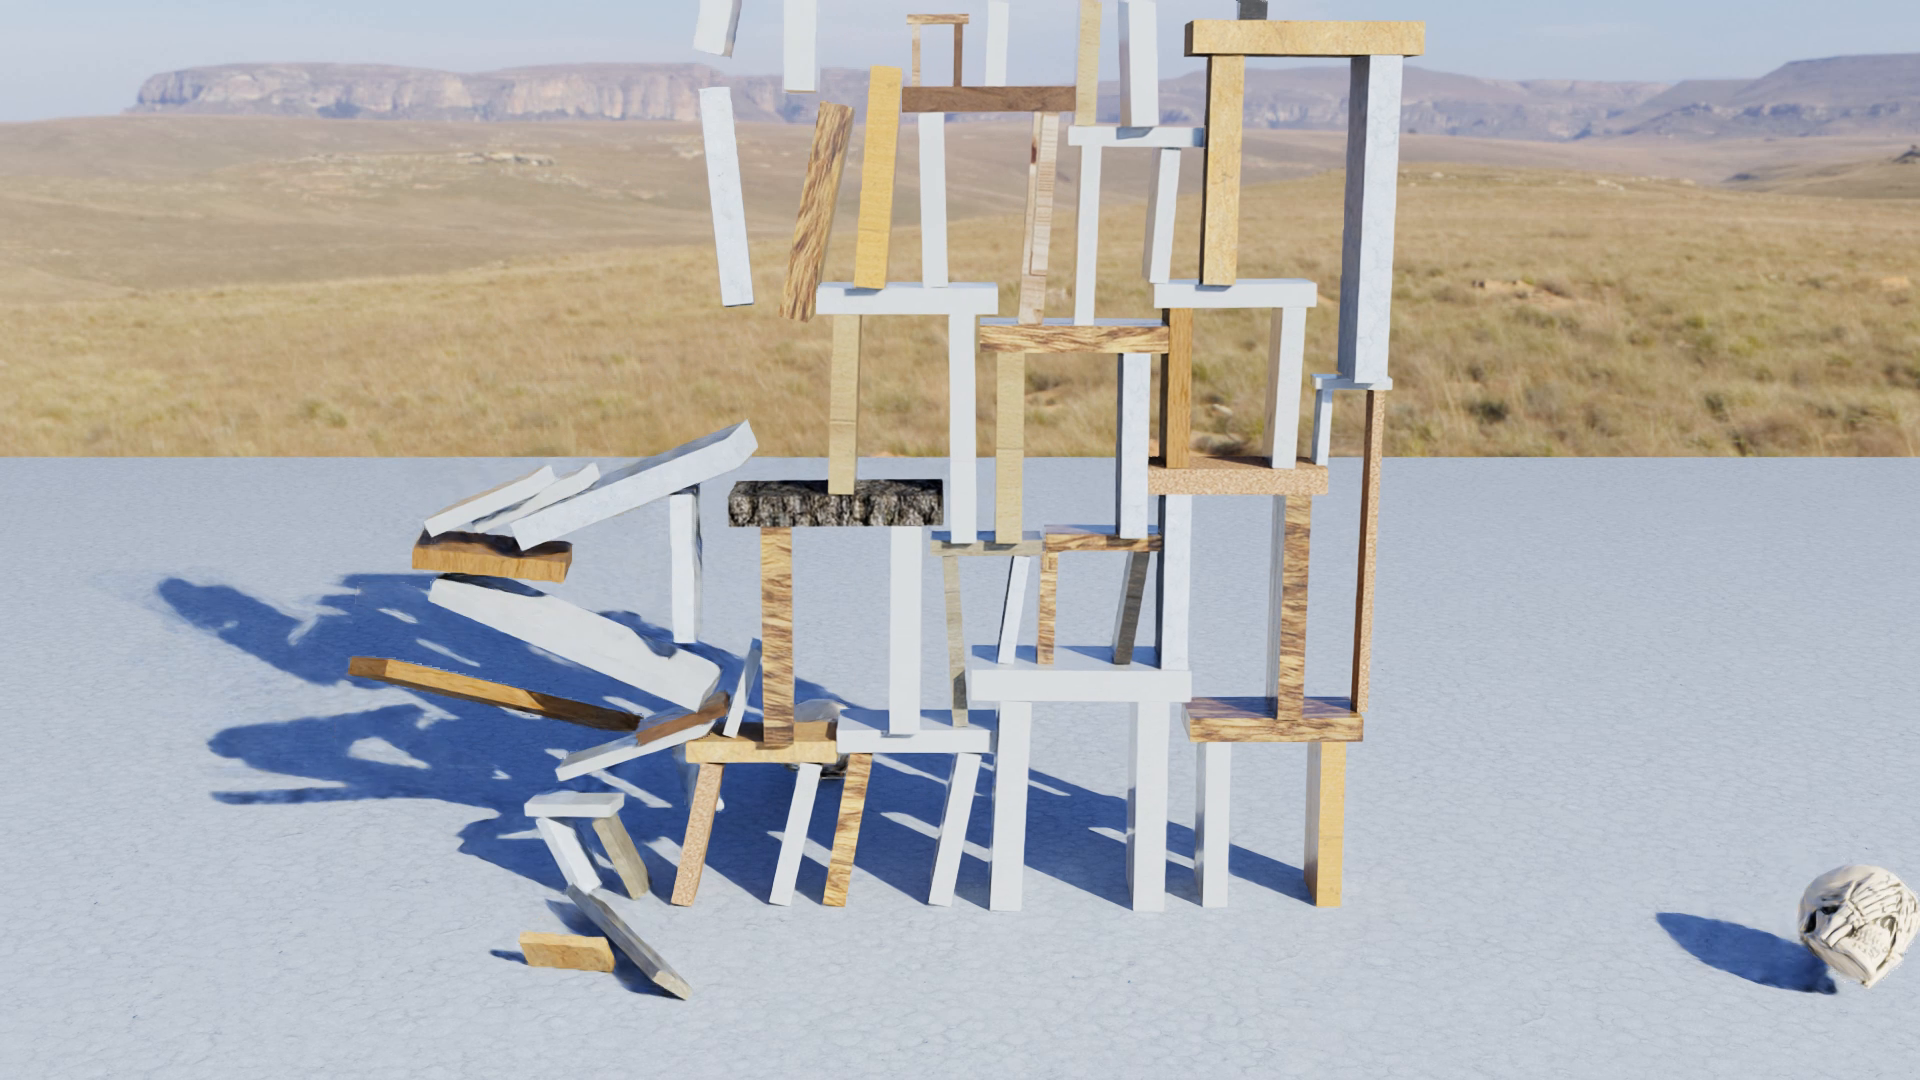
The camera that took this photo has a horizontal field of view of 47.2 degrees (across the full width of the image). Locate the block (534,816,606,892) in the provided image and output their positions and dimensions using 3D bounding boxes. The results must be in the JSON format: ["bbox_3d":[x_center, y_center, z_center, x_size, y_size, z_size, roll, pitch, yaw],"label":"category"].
[{"bbox_3d":[-0.649,0.519,3.674,0.021,0.147,0.073,-28,-1,23],"label":"block"}]

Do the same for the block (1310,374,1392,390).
[{"bbox_3d":[0.625,-0.253,3.514,0.122,0.017,0.061,1,11,0],"label":"block"}]

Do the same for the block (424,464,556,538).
[{"bbox_3d":[-0.756,-0.064,3.540,0.196,0.028,0.098,-21,11,13],"label":"block"}]

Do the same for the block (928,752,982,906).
[{"bbox_3d":[-0.009,0.461,3.646,0.037,0.260,0.130,11,10,-2],"label":"block"}]

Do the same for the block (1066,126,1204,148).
[{"bbox_3d":[0.273,-0.633,3.450,0.210,0.030,0.105,1,10,0],"label":"block"}]

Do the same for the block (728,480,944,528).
[{"bbox_3d":[-0.197,-0.060,3.547,0.338,0.048,0.169,0,11,0],"label":"block"}]

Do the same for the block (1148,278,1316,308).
[{"bbox_3d":[0.429,-0.392,3.488,0.253,0.036,0.126,-1,11,0],"label":"block"}]

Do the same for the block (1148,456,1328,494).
[{"bbox_3d":[0.440,-0.105,3.539,0.284,0.040,0.142,0,11,1],"label":"block"}]

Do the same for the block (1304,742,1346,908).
[{"bbox_3d":[0.605,0.451,3.649,0.040,0.280,0.140,0,11,0],"label":"block"}]

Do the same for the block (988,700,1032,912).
[{"bbox_3d":[0.081,0.415,3.640,0.050,0.352,0.176,2,10,-1],"label":"block"}]

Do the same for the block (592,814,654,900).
[{"bbox_3d":[-0.561,0.520,3.660,0.021,0.147,0.073,-26,8,8],"label":"block"}]

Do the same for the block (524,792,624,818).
[{"bbox_3d":[-0.641,0.440,3.661,0.147,0.021,0.073,0,10,11],"label":"block"}]

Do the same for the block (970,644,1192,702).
[{"bbox_3d":[0.194,0.218,3.604,0.352,0.050,0.176,0,11,0],"label":"block"}]

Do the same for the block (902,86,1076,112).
[{"bbox_3d":[0.044,-0.688,3.434,0.268,0.038,0.134,0,10,0],"label":"block"}]

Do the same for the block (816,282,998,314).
[{"bbox_3d":[-0.083,-0.385,3.492,0.283,0.040,0.142,0,11,0],"label":"block"}]

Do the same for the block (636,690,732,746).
[{"bbox_3d":[-0.450,0.288,3.579,0.151,0.021,0.076,-20,12,4],"label":"block"}]

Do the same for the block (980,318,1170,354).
[{"bbox_3d":[0.179,-0.327,3.502,0.294,0.042,0.147,0,10,0],"label":"block"}]

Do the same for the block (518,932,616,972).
[{"bbox_3d":[-0.593,0.622,3.320,0.133,0.067,0.019,2,47,12],"label":"block"}]

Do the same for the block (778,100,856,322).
[{"bbox_3d":[-0.224,-0.519,3.462,0.048,0.336,0.168,12,10,-2],"label":"block"}]

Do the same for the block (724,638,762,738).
[{"bbox_3d":[-0.354,0.241,3.601,0.021,0.151,0.076,17,9,-7],"label":"block"}]

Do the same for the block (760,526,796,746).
[{"bbox_3d":[-0.296,0.139,3.584,0.048,0.357,0.169,0,11,-3],"label":"block"}]

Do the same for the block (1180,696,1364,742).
[{"bbox_3d":[0.511,0.294,3.619,0.280,0.040,0.140,0,11,0],"label":"block"}]

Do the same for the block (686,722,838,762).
[{"bbox_3d":[-0.322,0.332,3.619,0.244,0.035,0.122,0,11,0],"label":"block"}]

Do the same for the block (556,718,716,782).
[{"bbox_3d":[-0.532,0.337,3.611,0.262,0.021,0.076,-18,10,11],"label":"block"}]

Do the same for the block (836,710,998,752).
[{"bbox_3d":[-0.070,0.314,3.618,0.260,0.037,0.130,0,11,0],"label":"block"}]

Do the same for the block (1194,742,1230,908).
[{"bbox_3d":[0.418,0.452,3.648,0.040,0.280,0.140,0,11,0],"label":"block"}]

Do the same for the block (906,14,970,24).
[{"bbox_3d":[-0.035,-0.806,3.405,0.096,0.014,0.048,-1,10,-2],"label":"block"}]

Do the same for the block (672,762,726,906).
[{"bbox_3d":[-0.430,0.470,3.643,0.035,0.244,0.122,13,10,-3],"label":"block"}]

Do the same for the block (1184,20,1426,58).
[{"bbox_3d":[0.529,-0.777,3.412,0.349,0.049,0.175,1,11,1],"label":"block"}]

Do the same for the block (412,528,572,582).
[{"bbox_3d":[-0.764,0.025,3.604,0.242,0.034,0.121,6,15,-6],"label":"block"}]

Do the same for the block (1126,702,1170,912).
[{"bbox_3d":[0.309,0.416,3.640,0.050,0.352,0.176,1,11,0],"label":"block"}]

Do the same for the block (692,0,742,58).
[{"bbox_3d":[-0.352,-0.917,3.395,0.047,0.331,0.166,11,10,-3],"label":"block"}]

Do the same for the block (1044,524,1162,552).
[{"bbox_3d":[0.231,-0.004,3.565,0.185,0.026,0.093,0,10,0],"label":"block"}]

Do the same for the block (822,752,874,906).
[{"bbox_3d":[-0.183,0.461,3.646,0.037,0.260,0.130,10,10,-2],"label":"block"}]

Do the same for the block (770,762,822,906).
[{"bbox_3d":[-0.268,0.470,3.645,0.035,0.244,0.122,13,10,-2],"label":"block"}]

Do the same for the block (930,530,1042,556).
[{"bbox_3d":[0.042,0.005,3.561,0.177,0.025,0.089,0,11,0],"label":"block"}]
